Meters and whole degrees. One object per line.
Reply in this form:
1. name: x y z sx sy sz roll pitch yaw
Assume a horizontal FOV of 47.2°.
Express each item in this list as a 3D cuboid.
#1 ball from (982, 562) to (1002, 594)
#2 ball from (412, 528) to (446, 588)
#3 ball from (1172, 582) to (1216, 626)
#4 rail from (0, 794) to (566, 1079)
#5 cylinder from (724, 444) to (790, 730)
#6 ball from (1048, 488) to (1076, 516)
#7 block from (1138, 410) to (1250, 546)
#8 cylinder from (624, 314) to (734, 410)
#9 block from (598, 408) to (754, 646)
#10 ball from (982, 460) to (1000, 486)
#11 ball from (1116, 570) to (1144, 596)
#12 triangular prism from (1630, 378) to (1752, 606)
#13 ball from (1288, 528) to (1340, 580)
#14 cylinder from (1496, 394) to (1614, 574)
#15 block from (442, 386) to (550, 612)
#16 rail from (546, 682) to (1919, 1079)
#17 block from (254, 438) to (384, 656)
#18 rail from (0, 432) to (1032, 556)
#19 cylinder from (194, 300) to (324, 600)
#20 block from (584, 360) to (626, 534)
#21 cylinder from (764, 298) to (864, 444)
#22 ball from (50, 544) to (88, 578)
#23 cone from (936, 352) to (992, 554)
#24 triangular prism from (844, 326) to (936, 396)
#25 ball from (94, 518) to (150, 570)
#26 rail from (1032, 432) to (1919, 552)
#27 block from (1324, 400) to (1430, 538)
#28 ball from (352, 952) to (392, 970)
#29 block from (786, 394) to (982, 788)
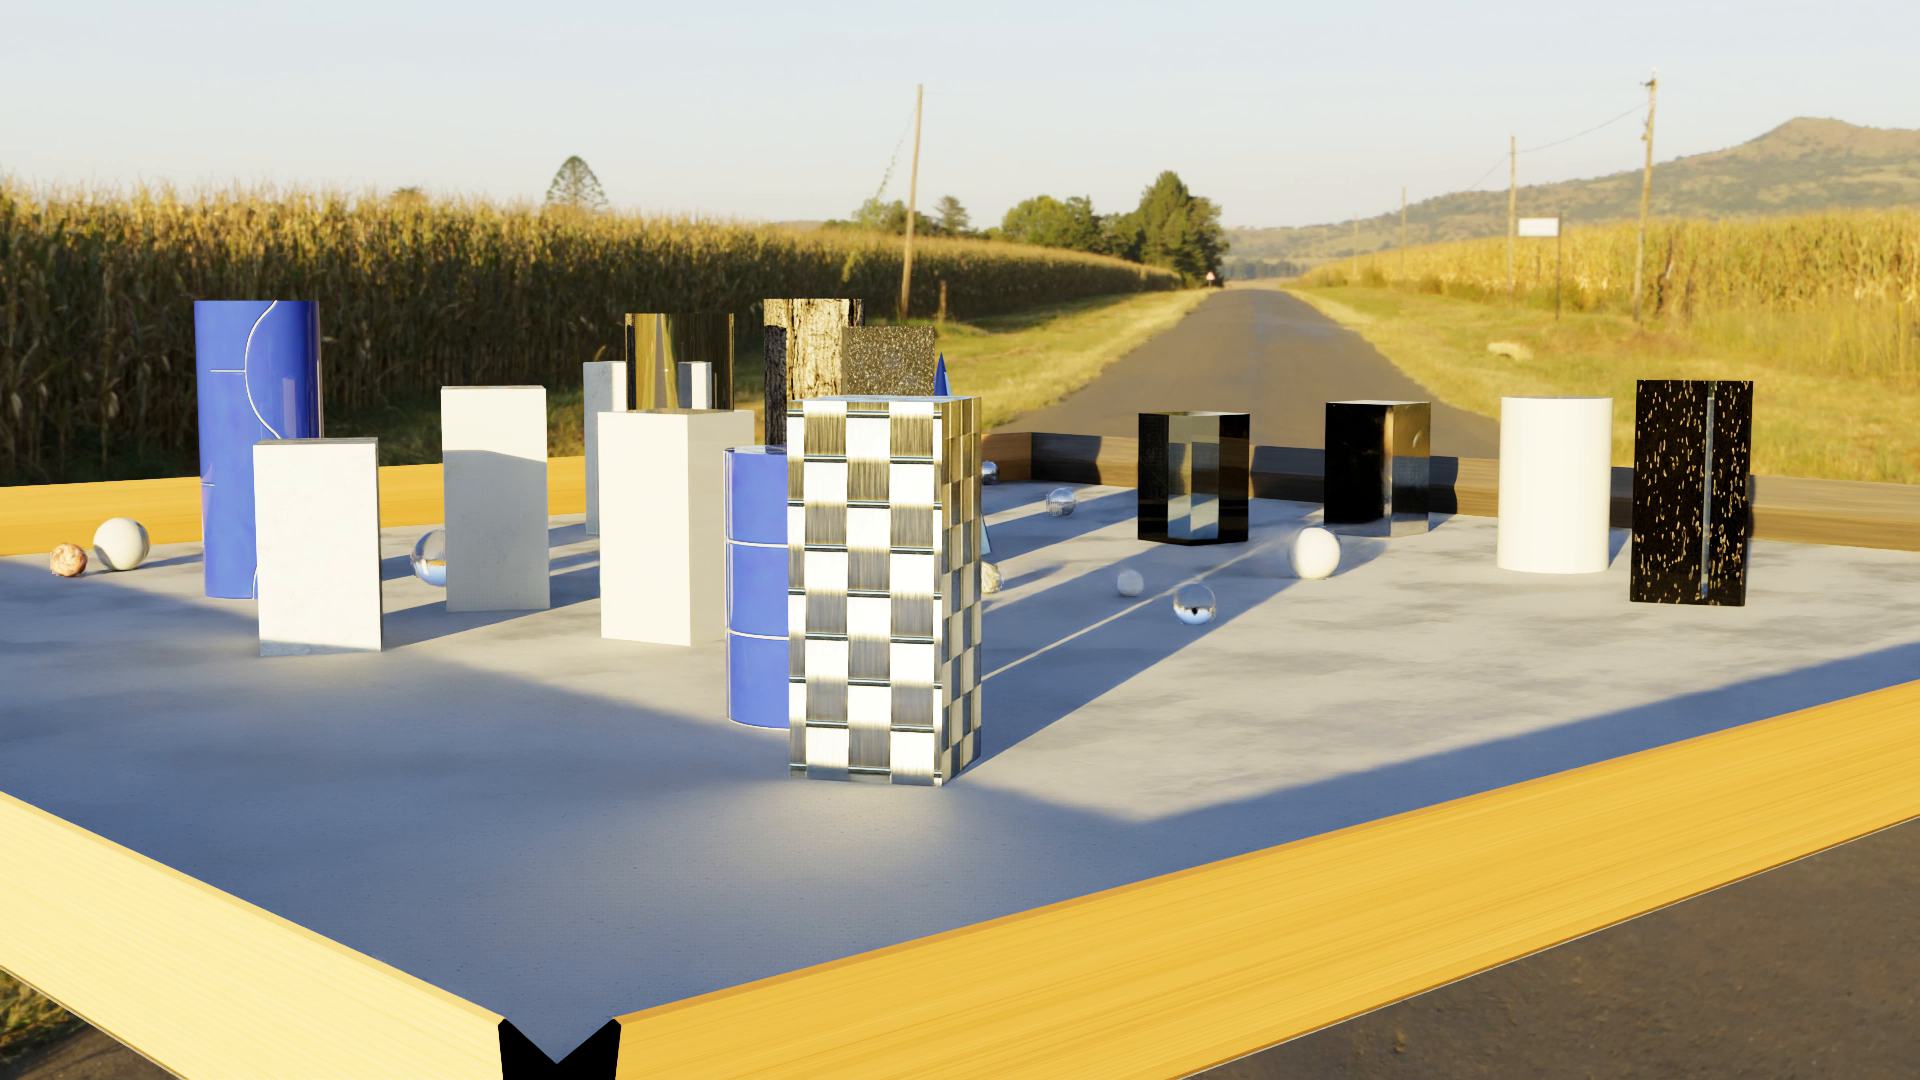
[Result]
1. ball: 0.039 0.059 3.417 0.050 0.050 0.050 0 6 0
2. ball: -0.825 0.029 3.500 0.093 0.093 0.093 0 6 0
3. ball: 0.329 0.090 3.079 0.061 0.061 0.061 0 6 0
4. rail: -1.262 0.154 2.174 0.045 0.121 3.230 -6 8 -42
5. cylinder: -0.163 0.046 2.395 0.186 0.291 0.186 0 6 0
6. ball: 0.216 -0.080 4.675 0.061 0.061 0.061 0 6 0
7. block: 0.444 -0.120 4.188 0.149 0.243 0.149 -5 8 -37
8. cylinder: -0.483 -0.174 3.803 0.186 0.433 0.186 0 6 0
9. block: -0.382 -0.022 2.981 0.149 0.304 0.149 4 7 30
10. ball: 0.067 -0.167 5.494 0.062 0.062 0.062 0 6 0
11. ball: 0.262 0.066 3.387 0.042 0.042 0.042 0 6 0
12. triangular prism: 1.115 -0.077 3.350 0.161 0.336 0.140 2 6 20
13. ball: 0.580 0.022 3.601 0.086 0.086 0.086 0 6 0
14. cylinder: 1.017 -0.099 3.762 0.186 0.291 0.186 0 6 0
15. block: -0.695 -0.066 3.291 0.149 0.324 0.149 -1 6 -12
16. rail: 1.079 0.155 2.169 3.482 0.121 0.045 -6 8 -42
17. block: -0.840 0.005 2.888 0.149 0.269 0.149 -1 6 -13
18. rail: -1.079 -0.092 4.495 3.482 0.121 0.045 -6 8 -42
19. cylinder: -1.087 -0.144 3.424 0.186 0.453 0.186 0 6 0
20. block: -0.642 -0.184 4.350 0.149 0.336 0.149 2 6 15
21. cylinder: -0.268 -0.216 4.071 0.186 0.458 0.186 0 6 0
22. ball: -1.471 0.033 3.631 0.056 0.056 0.056 0 6 0
23. cone: -0.034 -0.161 3.996 0.186 0.365 0.186 0 6 0
24. triangular prism: -0.144 -0.138 3.556 0.161 0.413 0.140 -3 7 -29
25. ball: -1.418 0.007 3.719 0.091 0.091 0.091 0 6 0
26. rail: 1.262 -0.091 4.490 0.045 0.121 3.230 -6 8 -42
27. block: 0.820 -0.142 4.325 0.149 0.258 0.149 5 8 40
28. ball: -0.357 0.275 1.276 0.072 0.072 0.072 0 6 0
29. block: -0.070 0.043 2.117 0.149 0.357 0.149 2 6 15
